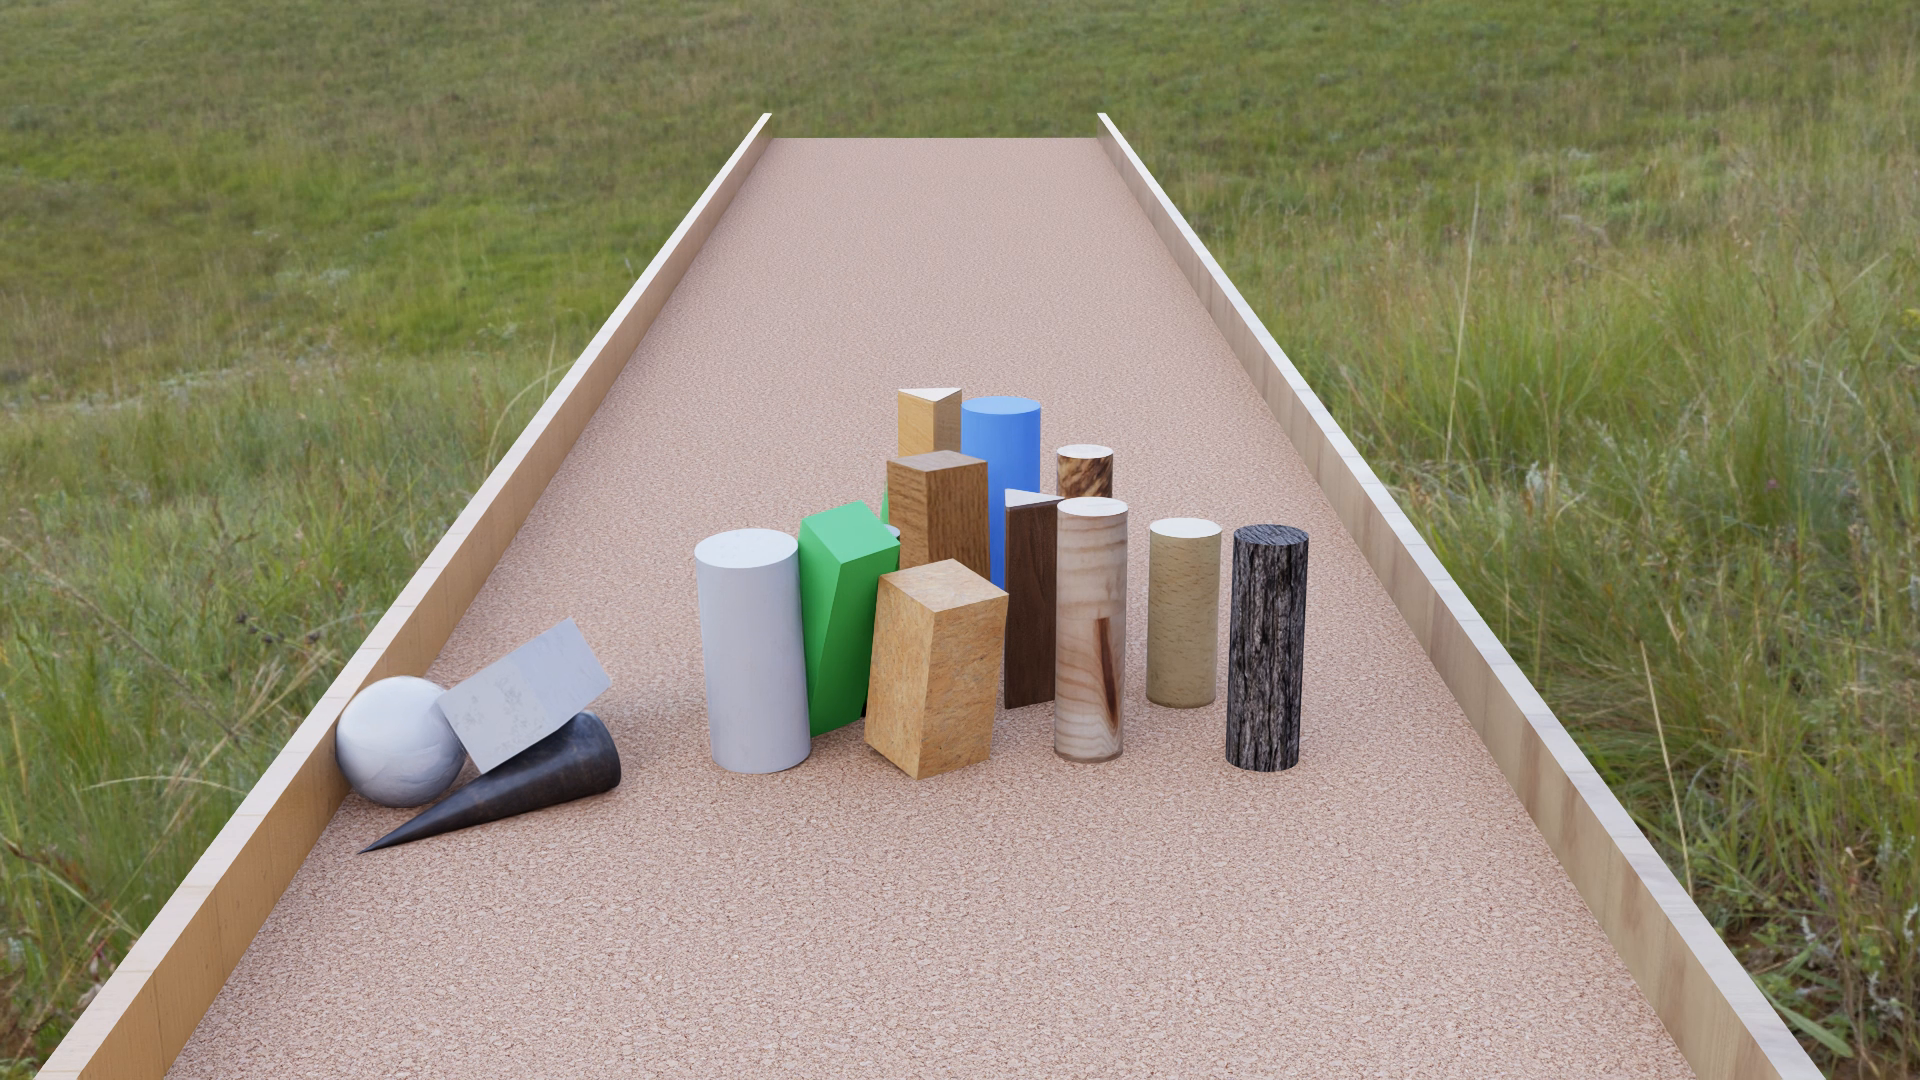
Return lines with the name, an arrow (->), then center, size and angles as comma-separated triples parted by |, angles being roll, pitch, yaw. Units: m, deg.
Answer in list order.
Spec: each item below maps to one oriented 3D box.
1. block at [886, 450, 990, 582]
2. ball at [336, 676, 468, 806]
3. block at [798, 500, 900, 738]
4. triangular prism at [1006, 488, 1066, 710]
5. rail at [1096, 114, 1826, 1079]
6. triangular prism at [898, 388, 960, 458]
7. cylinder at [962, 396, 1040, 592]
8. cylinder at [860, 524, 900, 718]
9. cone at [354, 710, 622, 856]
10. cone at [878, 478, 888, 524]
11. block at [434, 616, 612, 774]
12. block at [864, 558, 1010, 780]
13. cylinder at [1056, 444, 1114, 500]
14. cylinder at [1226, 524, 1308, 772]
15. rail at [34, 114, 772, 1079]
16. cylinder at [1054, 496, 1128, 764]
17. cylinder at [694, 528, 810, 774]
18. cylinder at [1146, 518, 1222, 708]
block -> -0.040, 0.042, 4.357 | 0.143, 0.408, 0.143 | -11, 17, -32
ball -> -0.939, 0.338, 3.705 | 0.219, 0.219, 0.219 | 0, 17, 0
block -> -0.228, 0.148, 3.921 | 0.124, 0.442, 0.124 | -19, 50, -33
triangular prism -> 0.115, 0.107, 4.169 | 0.125, 0.397, 0.108 | -9, 19, -28
rail -> 0.932, -0.844, 7.801 | 0.050, 0.150, 12.000 | 0, 17, -1
triangular prism -> -0.046, -0.123, 4.897 | 0.121, 0.424, 0.139 | -12, 20, -35
cylinder -> 0.085, -0.064, 4.648 | 0.166, 0.453, 0.166 | 0, 17, 0
cylinder -> -0.165, 0.150, 4.100 | 0.102, 0.349, 0.102 | 1, 19, 0
cone -> -0.795, 0.432, 3.649 | 0.455, 0.144, 0.144 | -23, 27, -33
cone -> -0.139, 0.028, 4.465 | 0.161, 0.379, 0.161 | 0, 16, 0
block -> -0.753, 0.264, 3.841 | 0.148, 0.148, 0.450 | -31, 4, 5
block -> -0.044, 0.225, 3.857 | 0.161, 0.327, 0.161 | -13, 30, -36
cylinder -> 0.244, 0.034, 4.356 | 0.110, 0.432, 0.110 | 0, 17, 0
cylinder -> 0.538, 0.190, 3.861 | 0.129, 0.415, 0.129 | 0, 17, 0
rail -> -1.118, -0.838, 7.780 | 0.050, 0.150, 12.000 | 0, 17, -1
cylinder -> 0.231, 0.160, 3.889 | 0.124, 0.456, 0.124 | 0, 17, 0
cylinder -> -0.361, 0.195, 3.856 | 0.178, 0.392, 0.178 | -2, 22, 1
cylinder -> 0.423, 0.138, 4.170 | 0.134, 0.337, 0.134 | 0, 17, 0
